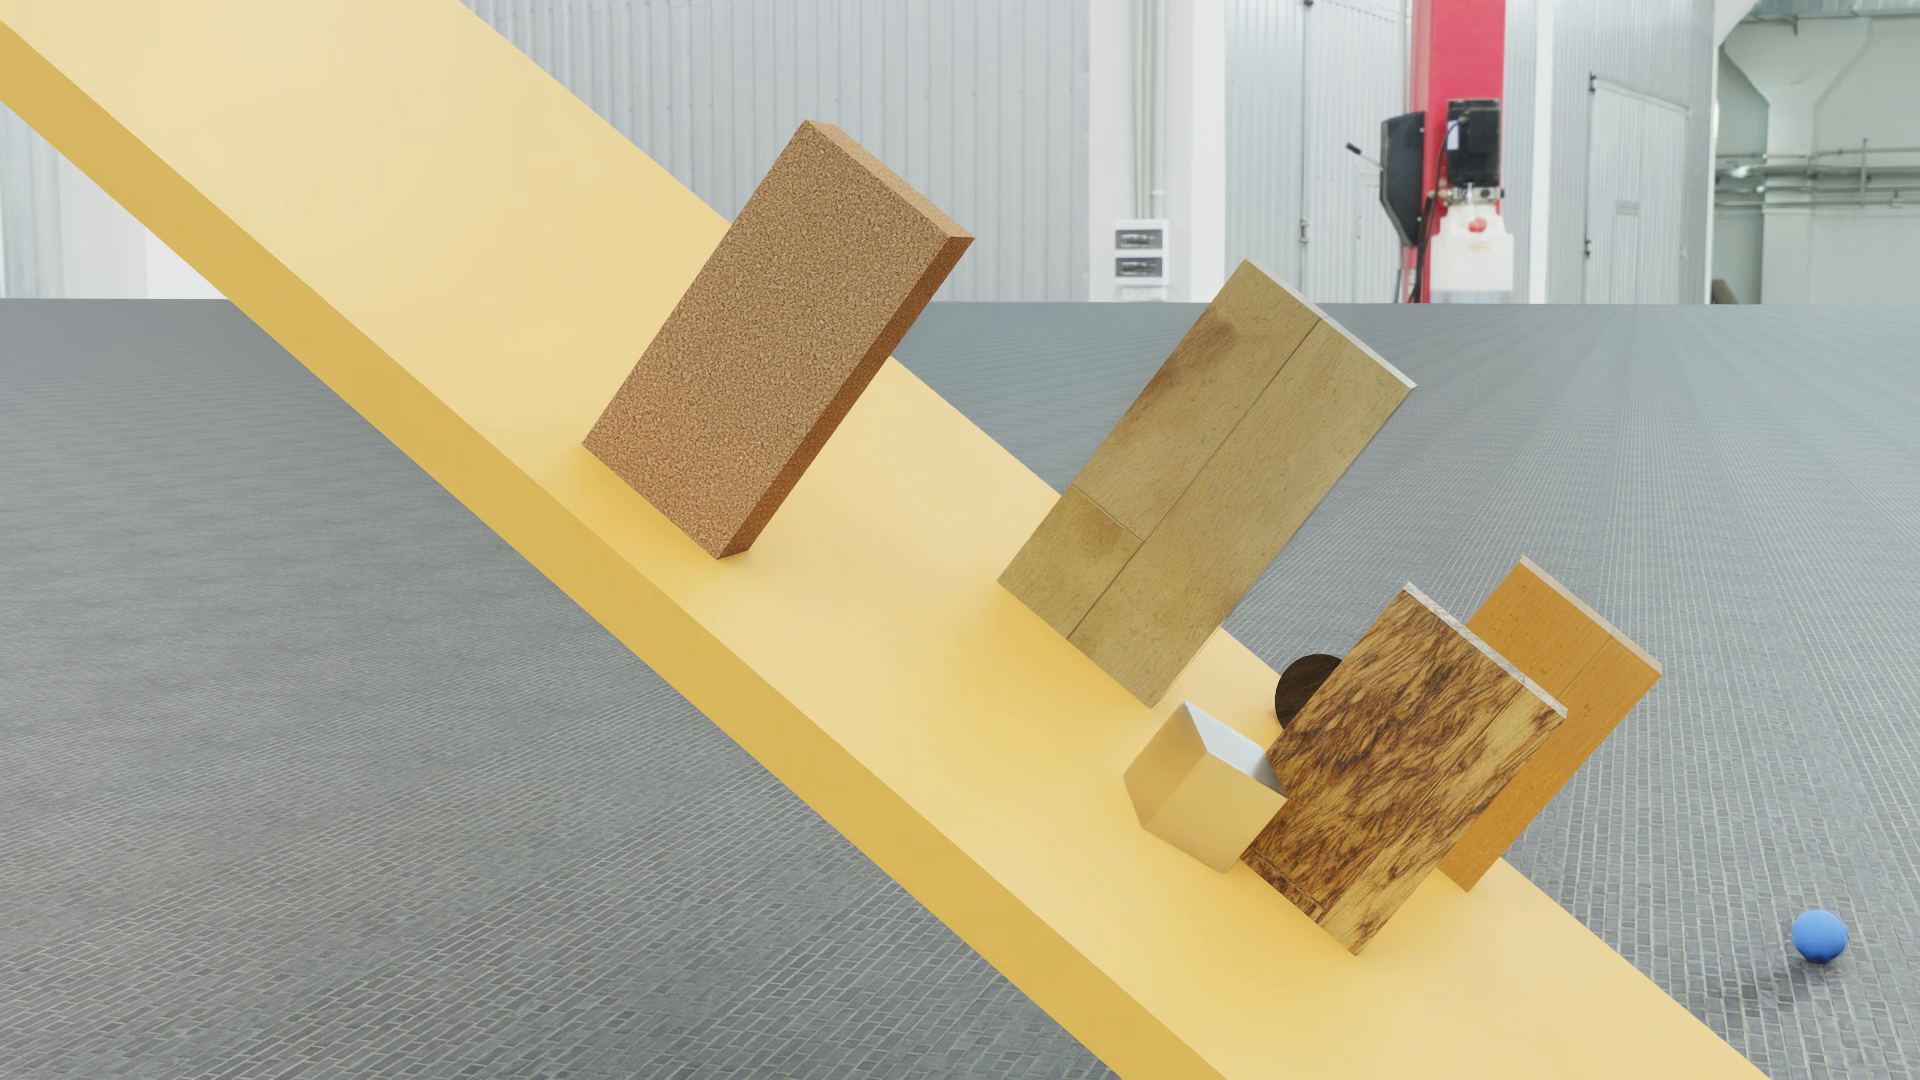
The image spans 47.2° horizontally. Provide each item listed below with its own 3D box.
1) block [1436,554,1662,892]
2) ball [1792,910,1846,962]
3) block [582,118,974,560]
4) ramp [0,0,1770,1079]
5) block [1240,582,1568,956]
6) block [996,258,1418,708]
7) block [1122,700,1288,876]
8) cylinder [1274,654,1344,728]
[{"bbox_3d":[1.076,0.368,4.422,0.345,0.584,0.127,40,16,9],"label":"block"},{"bbox_3d":[2.318,1.067,5.933,0.140,0.140,0.140,0,7,0],"label":"ball"},{"bbox_3d":[-0.281,-0.301,3.348,0.282,0.614,0.126,40,16,9],"label":"block"},{"bbox_3d":[-0.040,0.096,4.058,4.000,0.100,2.000,40,16,9],"label":"ramp"},{"bbox_3d":[0.706,0.383,3.678,0.331,0.535,0.089,40,16,9],"label":"block"},{"bbox_3d":[0.451,-0.102,4.082,0.377,0.762,0.121,40,16,9],"label":"block"},{"bbox_3d":[0.401,0.407,3.627,0.171,0.171,0.171,31,17,-20],"label":"block"},{"bbox_3d":[0.786,0.338,4.600,0.196,0.196,0.196,4,-2,30],"label":"cylinder"}]
